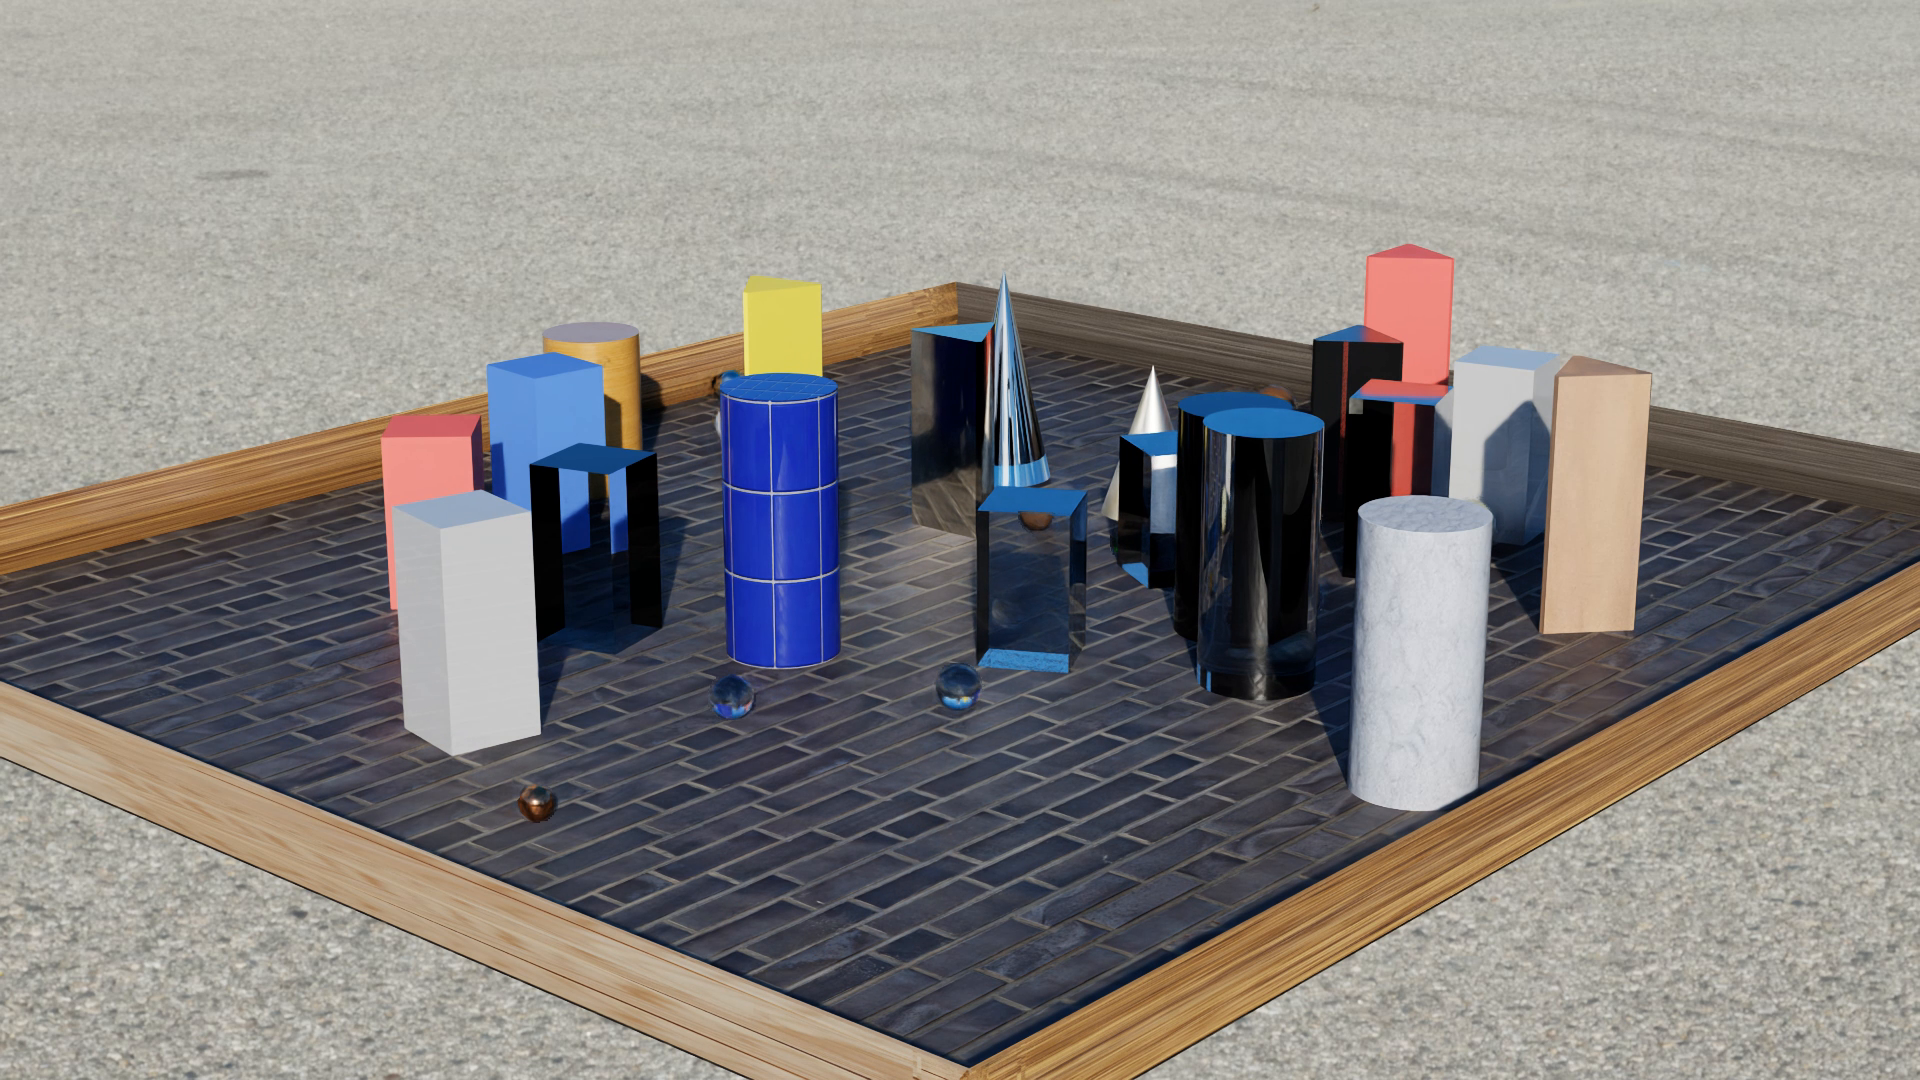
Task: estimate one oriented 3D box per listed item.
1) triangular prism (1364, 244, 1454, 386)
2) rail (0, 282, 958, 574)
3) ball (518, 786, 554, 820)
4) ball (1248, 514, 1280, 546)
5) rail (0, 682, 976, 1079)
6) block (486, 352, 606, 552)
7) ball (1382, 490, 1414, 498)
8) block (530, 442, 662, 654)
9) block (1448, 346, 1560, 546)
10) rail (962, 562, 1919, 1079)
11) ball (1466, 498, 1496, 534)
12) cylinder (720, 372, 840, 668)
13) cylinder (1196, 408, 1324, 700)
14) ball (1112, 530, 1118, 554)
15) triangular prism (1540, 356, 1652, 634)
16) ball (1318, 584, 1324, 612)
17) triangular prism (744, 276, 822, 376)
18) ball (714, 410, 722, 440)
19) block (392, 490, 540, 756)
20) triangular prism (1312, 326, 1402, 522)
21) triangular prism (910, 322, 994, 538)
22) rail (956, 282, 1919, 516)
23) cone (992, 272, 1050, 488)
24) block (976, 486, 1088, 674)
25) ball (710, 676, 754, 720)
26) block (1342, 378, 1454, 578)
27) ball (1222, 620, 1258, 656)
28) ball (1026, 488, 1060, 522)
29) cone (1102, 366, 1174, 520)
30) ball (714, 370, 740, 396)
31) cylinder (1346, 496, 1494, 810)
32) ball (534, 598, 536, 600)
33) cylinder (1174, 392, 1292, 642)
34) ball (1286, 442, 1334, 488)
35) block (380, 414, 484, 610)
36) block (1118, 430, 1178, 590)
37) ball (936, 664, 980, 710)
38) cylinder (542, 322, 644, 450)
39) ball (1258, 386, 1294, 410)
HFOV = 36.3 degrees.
[{"bbox_3d":[0.874,-0.340,5.761,0.164,0.464,0.142,2,17,7],"label":"triangular prism"},{"bbox_3d":[-1.007,-0.222,5.957,0.045,0.123,3.095,14,22,39],"label":"rail"},{"bbox_3d":[-0.597,0.370,4.128,0.050,0.050,0.050,0,17,0],"label":"ball"},{"bbox_3d":[0.561,-0.019,5.399,0.059,0.059,0.059,0,17,0],"label":"ball"},{"bbox_3d":[-0.999,0.364,4.019,2.714,0.123,0.045,14,22,39],"label":"rail"},{"bbox_3d":[-0.759,-0.162,5.406,0.151,0.329,0.151,-15,22,-41],"label":"block"},{"bbox_3d":[0.812,-0.045,5.425,0.095,0.095,0.095,0,17,0],"label":"ball"},{"bbox_3d":[-0.603,0.013,4.866,0.151,0.307,0.151,8,18,24],"label":"block"},{"bbox_3d":[1.010,-0.178,5.453,0.151,0.332,0.151,9,19,28],"label":"block"},{"bbox_3d":[1.007,0.284,4.284,0.045,0.123,3.095,14,22,39],"label":"rail"},{"bbox_3d":[0.935,-0.030,5.376,0.092,0.092,0.092,0,17,0],"label":"ball"},{"bbox_3d":[-0.291,-0.032,4.773,0.189,0.447,0.189,0,17,0],"label":"cylinder"},{"bbox_3d":[0.473,0.021,4.633,0.189,0.426,0.189,0,17,0],"label":"cylinder"},{"bbox_3d":[0.306,0.004,5.318,0.062,0.062,0.062,0,17,0],"label":"ball"},{"bbox_3d":[1.047,-0.079,4.933,0.164,0.443,0.142,-2,17,-7],"label":"triangular prism"},{"bbox_3d":[0.580,0.098,4.984,0.076,0.076,0.076,0,17,0],"label":"ball"},{"bbox_3d":[-0.375,-0.311,5.775,0.164,0.401,0.142,-9,19,-28],"label":"triangular prism"},{"bbox_3d":[-0.462,-0.241,6.076,0.092,0.092,0.092,0,17,0],"label":"ball"},{"bbox_3d":[-0.744,0.123,4.422,0.151,0.353,0.151,-13,21,-36],"label":"block"},{"bbox_3d":[0.751,-0.222,5.568,0.164,0.350,0.142,2,17,8],"label":"triangular prism"},{"bbox_3d":[0.017,-0.213,5.495,0.164,0.374,0.142,14,21,38],"label":"triangular prism"},{"bbox_3d":[0.999,-0.302,6.222,2.714,0.123,0.045,14,22,39],"label":"rail"},{"bbox_3d":[0.086,-0.331,5.808,0.189,0.420,0.189,0,17,0],"label":"cone"},{"bbox_3d":[0.118,0.062,4.776,0.151,0.264,0.151,4,17,12],"label":"block"},{"bbox_3d":[-0.352,0.242,4.519,0.068,0.068,0.068,0,17,0],"label":"ball"},{"bbox_3d":[0.780,-0.104,5.214,0.151,0.328,0.151,7,18,21],"label":"block"},{"bbox_3d":[0.460,0.160,4.808,0.057,0.057,0.057,0,17,0],"label":"ball"},{"bbox_3d":[0.157,-0.066,5.548,0.064,0.064,0.064,0,17,0],"label":"ball"},{"bbox_3d":[0.365,-0.193,5.581,0.189,0.287,0.189,0,17,0],"label":"cone"},{"bbox_3d":[-0.506,-0.339,6.445,0.067,0.067,0.067,0,17,0],"label":"ball"},{"bbox_3d":[0.657,0.160,4.196,0.189,0.412,0.189,0,17,0],"label":"cylinder"},{"bbox_3d":[-0.723,0.120,4.966,0.044,0.044,0.044,0,17,0],"label":"ball"},{"bbox_3d":[0.454,-0.036,4.891,0.189,0.386,0.189,0,17,0],"label":"cylinder"},{"bbox_3d":[0.689,-0.149,5.774,0.091,0.091,0.091,0,17,0],"label":"ball"},{"bbox_3d":[-0.907,-0.050,5.076,0.151,0.305,0.151,-1,17,-2],"label":"block"},{"bbox_3d":[0.380,-0.057,5.209,0.151,0.241,0.151,-6,18,-18],"label":"block"},{"bbox_3d":[-0.003,0.229,4.558,0.071,0.071,0.071,0,17,0],"label":"ball"},{"bbox_3d":[-0.724,-0.264,5.792,0.189,0.300,0.189,0,17,0],"label":"cylinder"},{"bbox_3d":[0.667,-0.285,6.228,0.088,0.088,0.088,0,17,0],"label":"ball"}]
